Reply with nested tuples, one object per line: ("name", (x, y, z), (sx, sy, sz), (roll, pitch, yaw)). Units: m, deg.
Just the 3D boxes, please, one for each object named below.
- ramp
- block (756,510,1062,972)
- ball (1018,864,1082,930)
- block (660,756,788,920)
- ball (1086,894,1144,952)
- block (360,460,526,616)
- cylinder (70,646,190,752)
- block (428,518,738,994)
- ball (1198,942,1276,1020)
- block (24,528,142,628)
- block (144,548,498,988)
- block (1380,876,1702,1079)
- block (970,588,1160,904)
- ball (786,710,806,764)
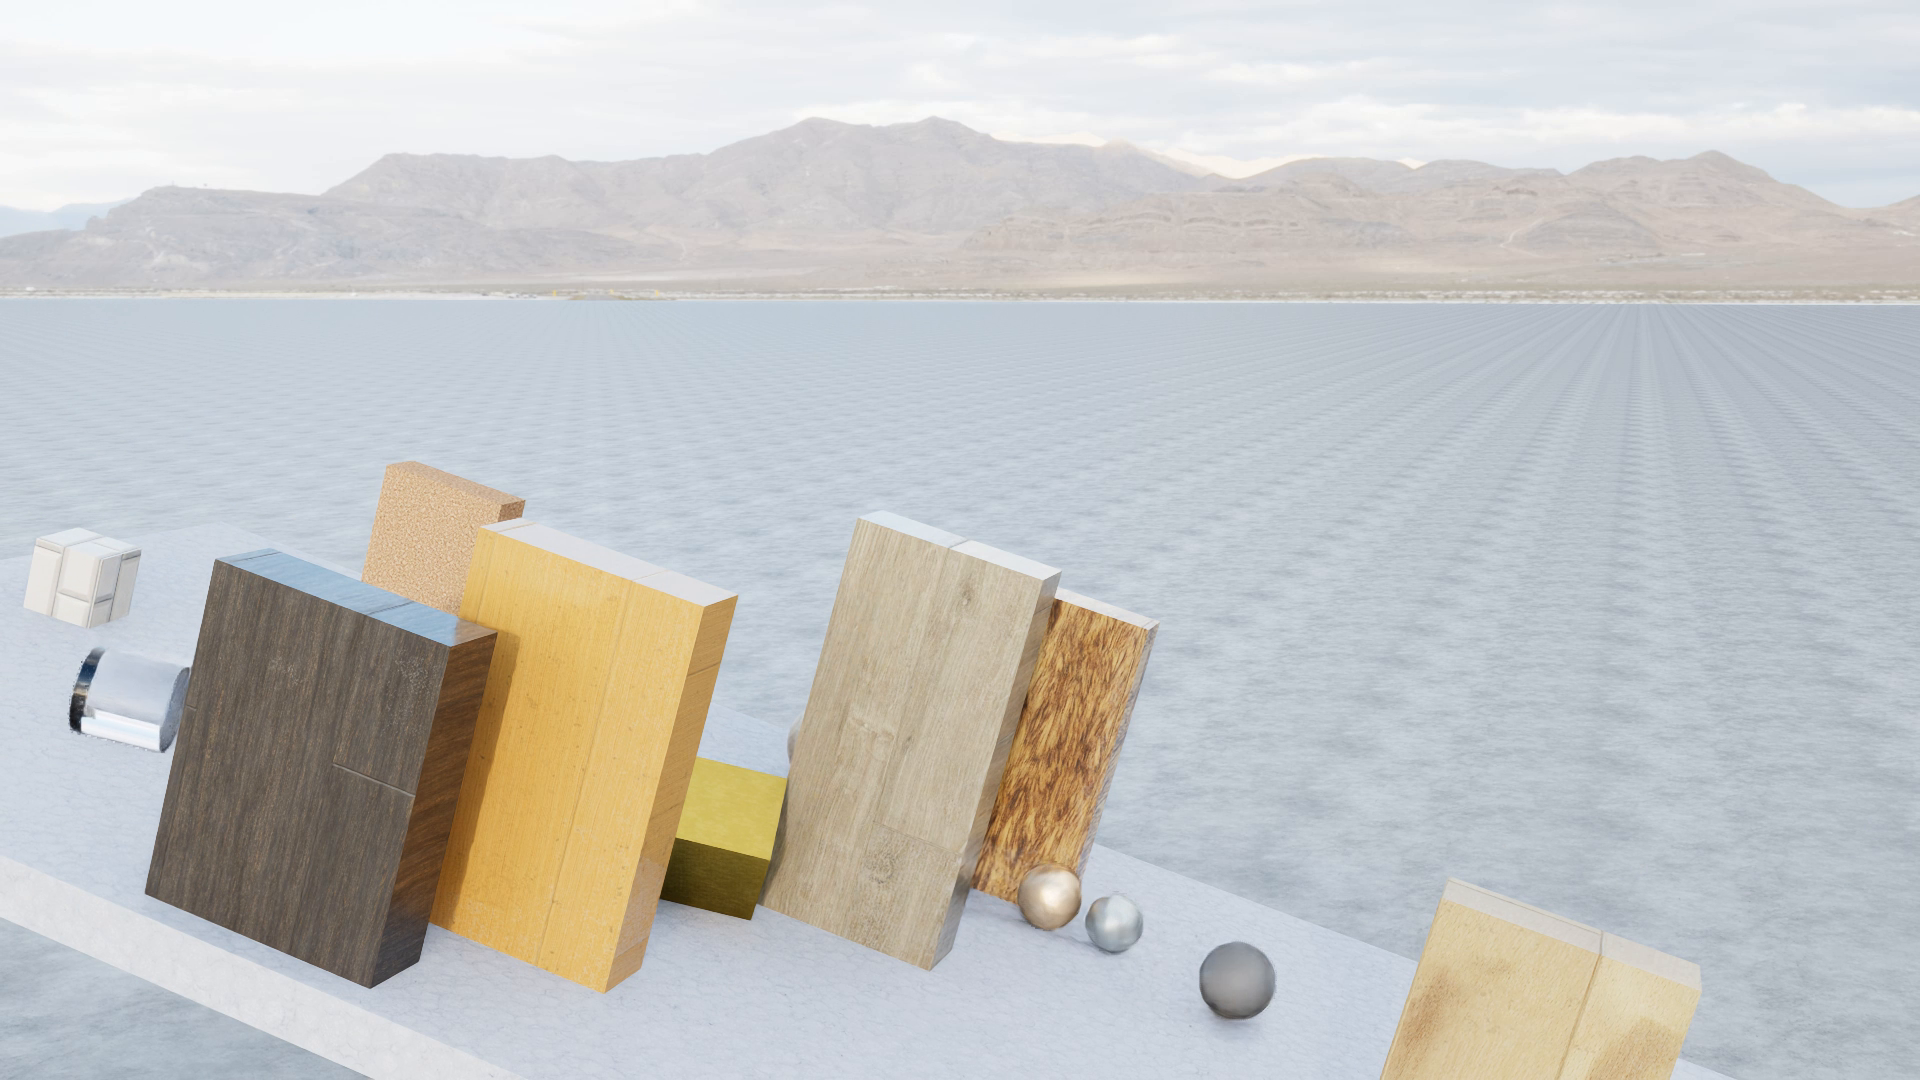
("ramp", (-0.376, 0.733, 4.239), (4.000, 0.100, 2.000), (19, 12, 14))
("block", (-0.102, 0.372, 4.121), (0.366, 0.773, 0.138), (19, 12, 14))
("ball", (0.182, 0.722, 4.456), (0.131, 0.131, 0.131), (0, 7, 0))
("block", (-0.447, 0.552, 4.081), (0.192, 0.192, 0.192), (15, 44, -6))
("ball", (0.311, 0.772, 4.429), (0.117, 0.117, 0.117), (0, 7, 0))
("block", (-1.121, 0.117, 4.656), (0.276, 0.504, 0.105), (19, 12, 14))
("cylinder", (-1.543, 0.296, 4.091), (0.164, 0.164, 0.164), (15, 6, -6))
("block", (-0.665, 0.355, 3.675), (0.413, 0.681, 0.141), (19, 12, 14))
("ball", (0.537, 0.854, 4.259), (0.149, 0.149, 0.149), (0, 7, 0))
("block", (-1.875, 0.080, 4.704), (0.155, 0.155, 0.155), (17, 11, 7))
("block", (-1.015, 0.355, 3.482), (0.425, 0.570, 0.145), (19, 12, 14))
("block", (0.877, 0.883, 3.490), (0.405, 0.575, 0.132), (19, 12, 14))
("block", (0.127, 0.415, 4.565), (0.397, 0.641, 0.111), (19, 12, 14))
("ball", (-0.288, 0.461, 4.914), (0.197, 0.197, 0.197), (0, 7, 0))
